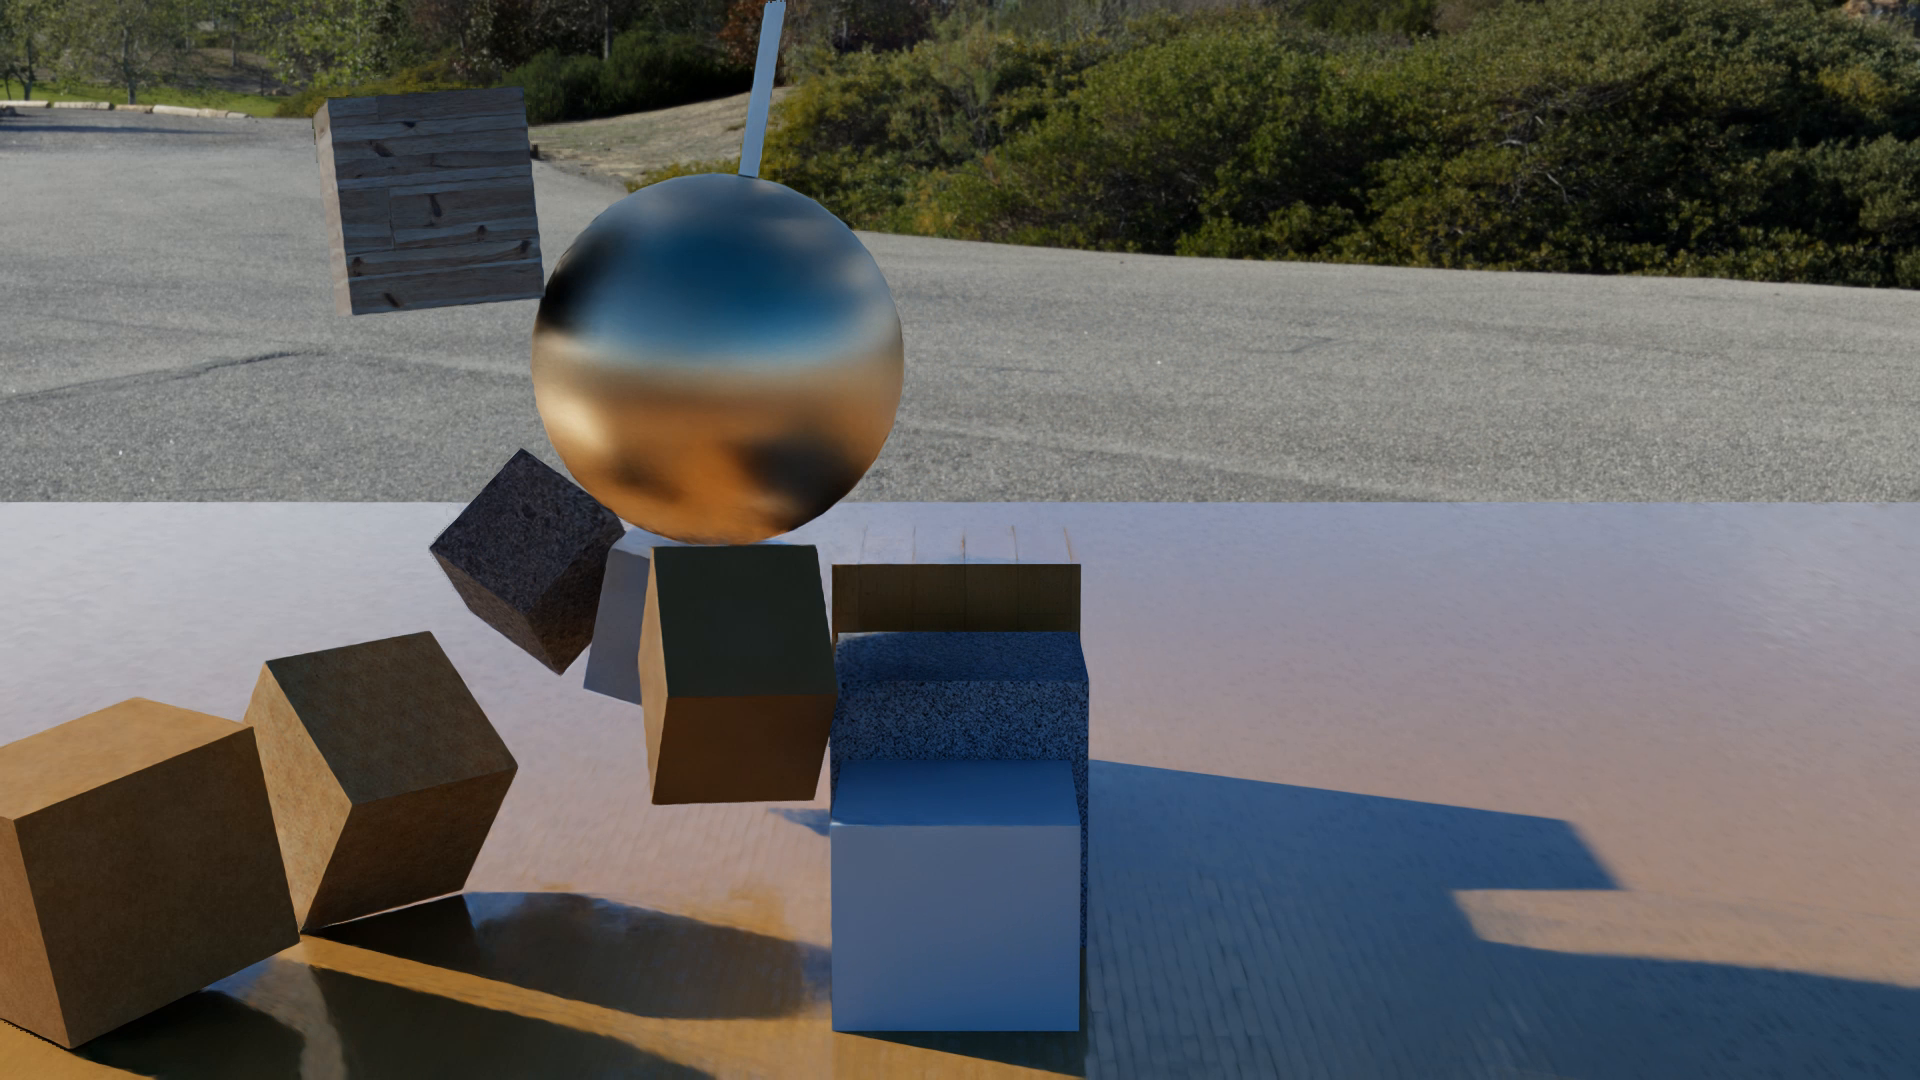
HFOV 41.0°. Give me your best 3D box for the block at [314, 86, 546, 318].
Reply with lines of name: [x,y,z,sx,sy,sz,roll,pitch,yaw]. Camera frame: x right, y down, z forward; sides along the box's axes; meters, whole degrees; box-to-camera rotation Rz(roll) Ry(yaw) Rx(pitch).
block: [-2.216,-1.394,10.678,0.777,0.856,0.762,-7,6,-17]

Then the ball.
ball: [-1.037,-0.774,11.040,1.600,1.600,1.600,0,10,0]

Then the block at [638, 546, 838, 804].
block: [-0.897,0.534,10.191,0.651,0.716,0.736,0,50,-13]

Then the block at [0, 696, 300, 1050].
block: [-3.257,1.234,9.781,0.854,0.898,0.983,7,22,43]

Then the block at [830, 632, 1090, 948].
block: [-0.004,1.029,10.790,1.036,1.115,0.915,0,10,0]

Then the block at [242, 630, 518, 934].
block: [-2.507,1.008,10.829,0.785,0.815,0.801,-11,51,-43]

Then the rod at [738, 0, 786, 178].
rod: [-0.450,-4.069,10.441,0.080,5.200,0.080,10,10,-2]

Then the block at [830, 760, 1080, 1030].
block: [-0.016,1.353,9.911,0.917,0.792,0.913,0,10,0]

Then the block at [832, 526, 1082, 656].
block: [-0.018,0.620,12.736,1.180,1.224,1.058,0,10,0]

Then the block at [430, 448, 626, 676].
block: [-2.079,0.115,12.731,0.633,0.673,0.715,33,-19,21]

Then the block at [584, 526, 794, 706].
block: [-1.271,0.373,12.367,0.767,0.730,0.726,16,19,8]
